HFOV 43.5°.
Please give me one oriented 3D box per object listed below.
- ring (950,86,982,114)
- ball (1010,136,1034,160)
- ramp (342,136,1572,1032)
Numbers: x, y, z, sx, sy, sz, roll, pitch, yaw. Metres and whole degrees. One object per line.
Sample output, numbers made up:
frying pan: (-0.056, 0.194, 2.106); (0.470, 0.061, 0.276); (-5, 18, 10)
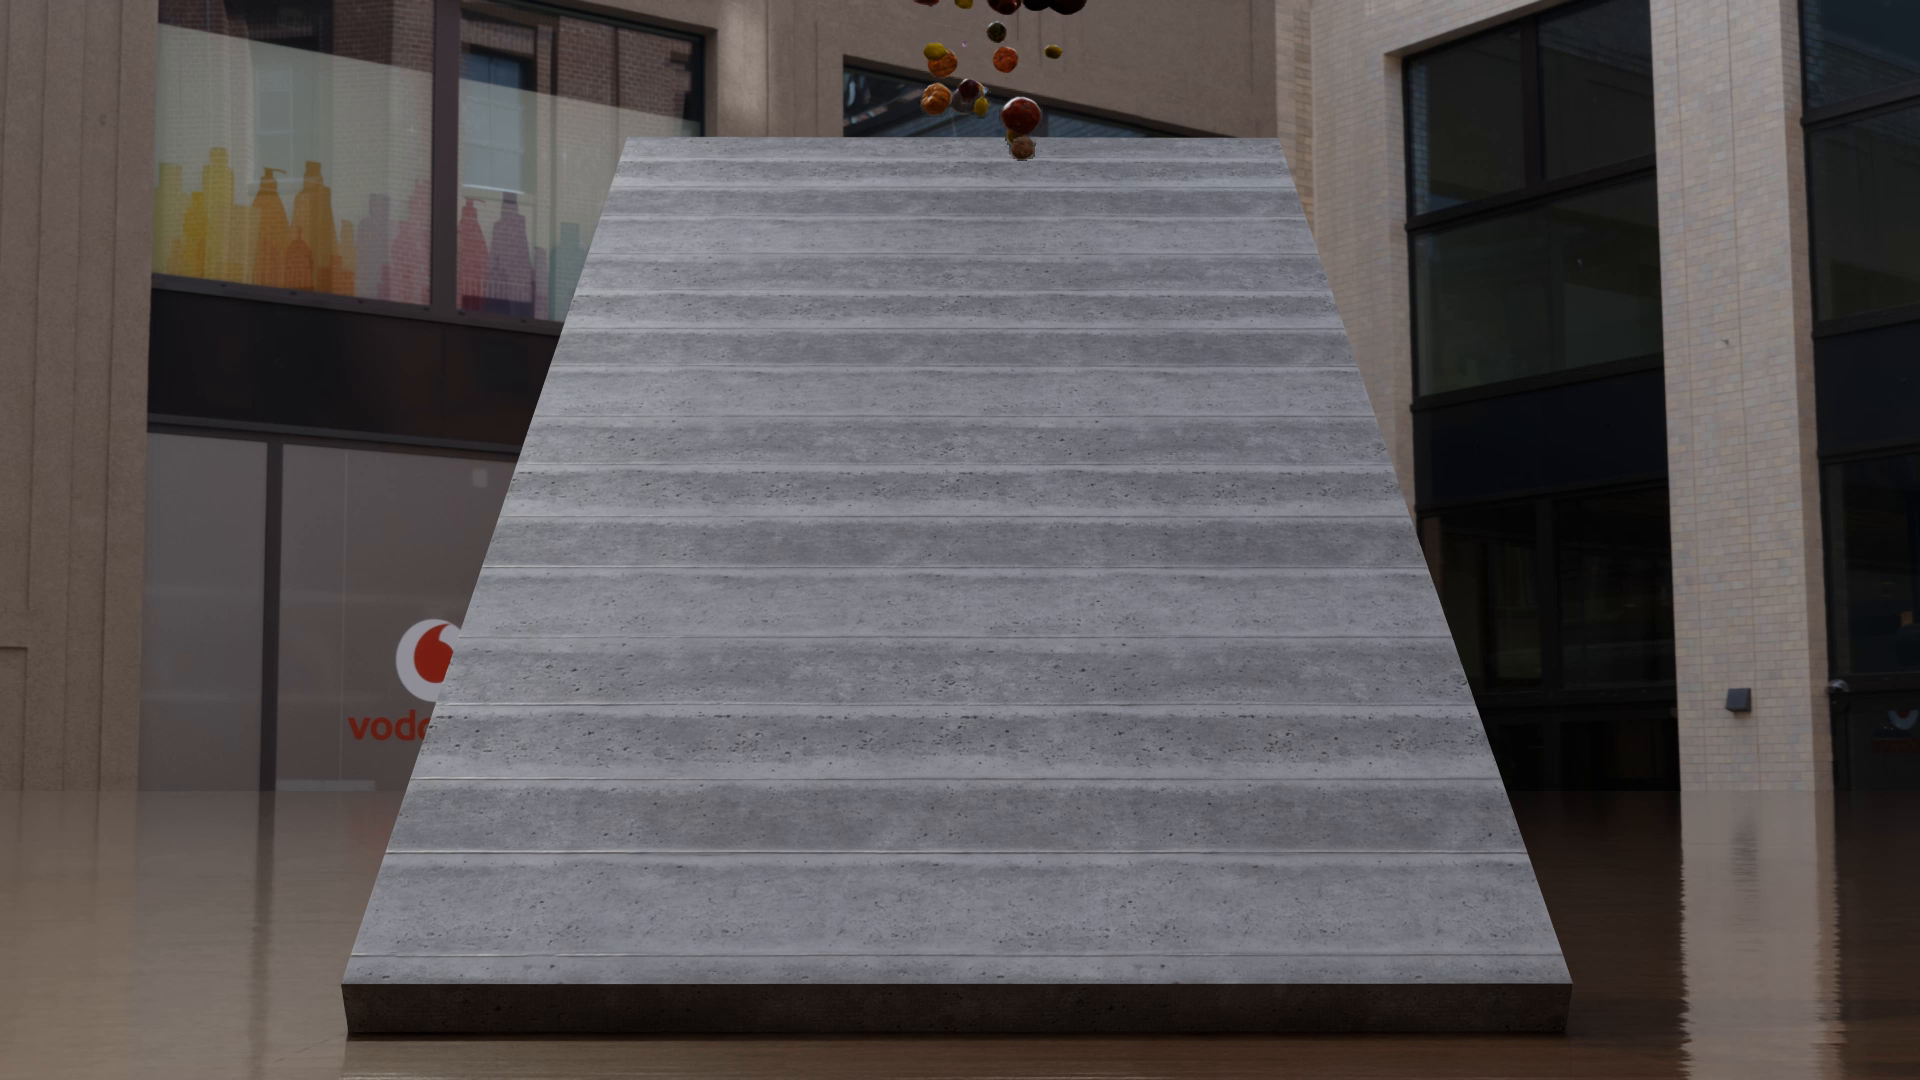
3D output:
ring: (0.019, -1.292, 7.065); (0.097, 0.032, 0.097); (-10, -36, -7)
ball: (0.187, -1.178, 7.217); (0.069, 0.069, 0.069); (0, -6, 0)
ramp: (-0.013, -0.215, 5.673); (2.000, 0.100, 4.000); (0, 29, 0)
